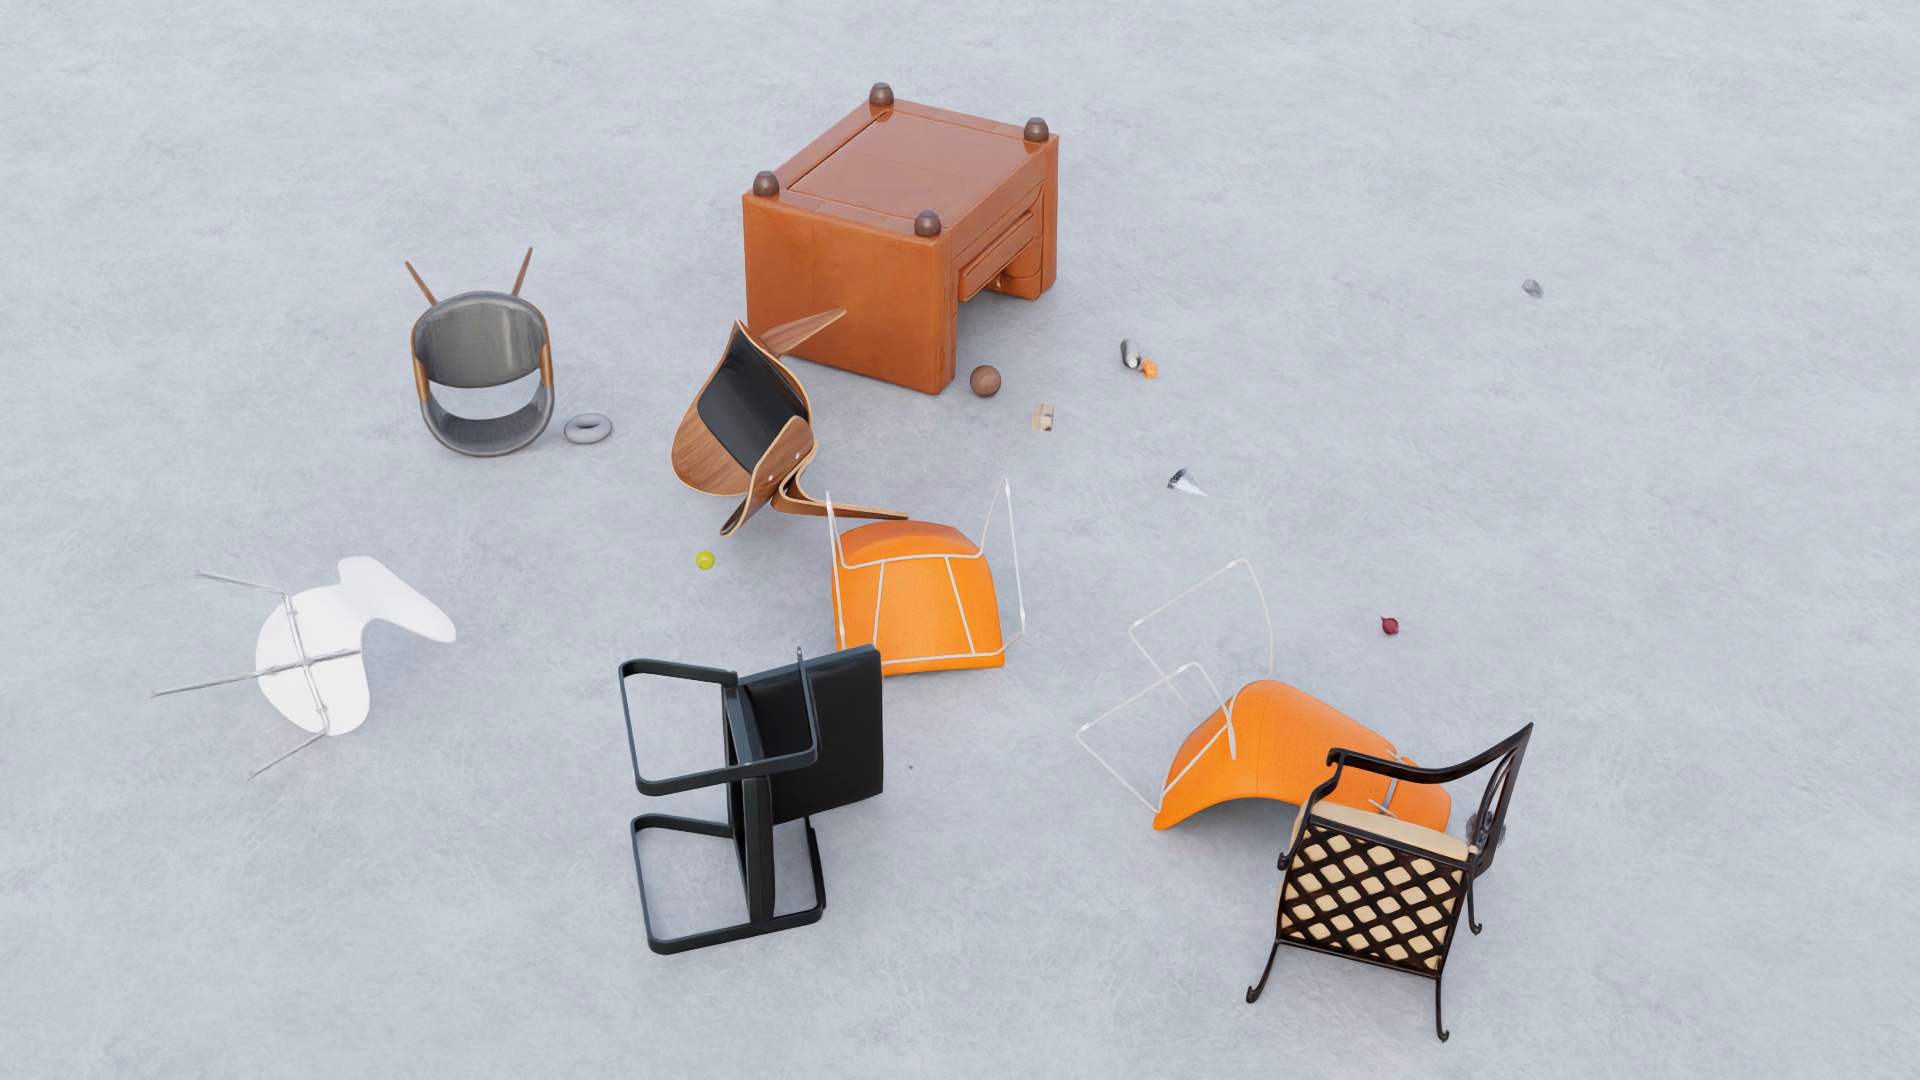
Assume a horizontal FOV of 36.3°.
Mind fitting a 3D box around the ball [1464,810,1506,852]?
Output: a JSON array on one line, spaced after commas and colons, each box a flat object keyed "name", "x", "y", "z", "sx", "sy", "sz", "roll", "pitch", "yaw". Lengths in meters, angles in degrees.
[{"name": "ball", "x": 1.687, "y": 0.933, "z": 9.410, "sx": 0.131, "sy": 0.131, "sz": 0.131, "roll": 0, "pitch": 33, "yaw": 0}]

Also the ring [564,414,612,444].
[{"name": "ring", "x": -1.466, "y": -0.441, "z": 11.561, "sx": 0.195, "sy": 0.059, "sz": 0.171, "roll": -19, "pitch": 39, "yaw": -27}]

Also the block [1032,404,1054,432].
[{"name": "block", "x": 0.329, "y": -0.486, "z": 11.622, "sx": 0.075, "sy": 0.066, "sz": 0.095, "roll": 4, "pitch": 34, "yaw": 6}]

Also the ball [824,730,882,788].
[{"name": "ball", "x": -0.353, "y": 0.722, "z": 9.676, "sx": 0.191, "sy": 0.191, "sz": 0.191, "roll": 0, "pitch": 33, "yaw": 0}]

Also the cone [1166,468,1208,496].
[{"name": "cone", "x": 0.892, "y": -0.203, "z": 11.221, "sx": 0.147, "sy": 0.071, "sz": 0.156, "roll": 32, "pitch": 38, "yaw": 19}]
